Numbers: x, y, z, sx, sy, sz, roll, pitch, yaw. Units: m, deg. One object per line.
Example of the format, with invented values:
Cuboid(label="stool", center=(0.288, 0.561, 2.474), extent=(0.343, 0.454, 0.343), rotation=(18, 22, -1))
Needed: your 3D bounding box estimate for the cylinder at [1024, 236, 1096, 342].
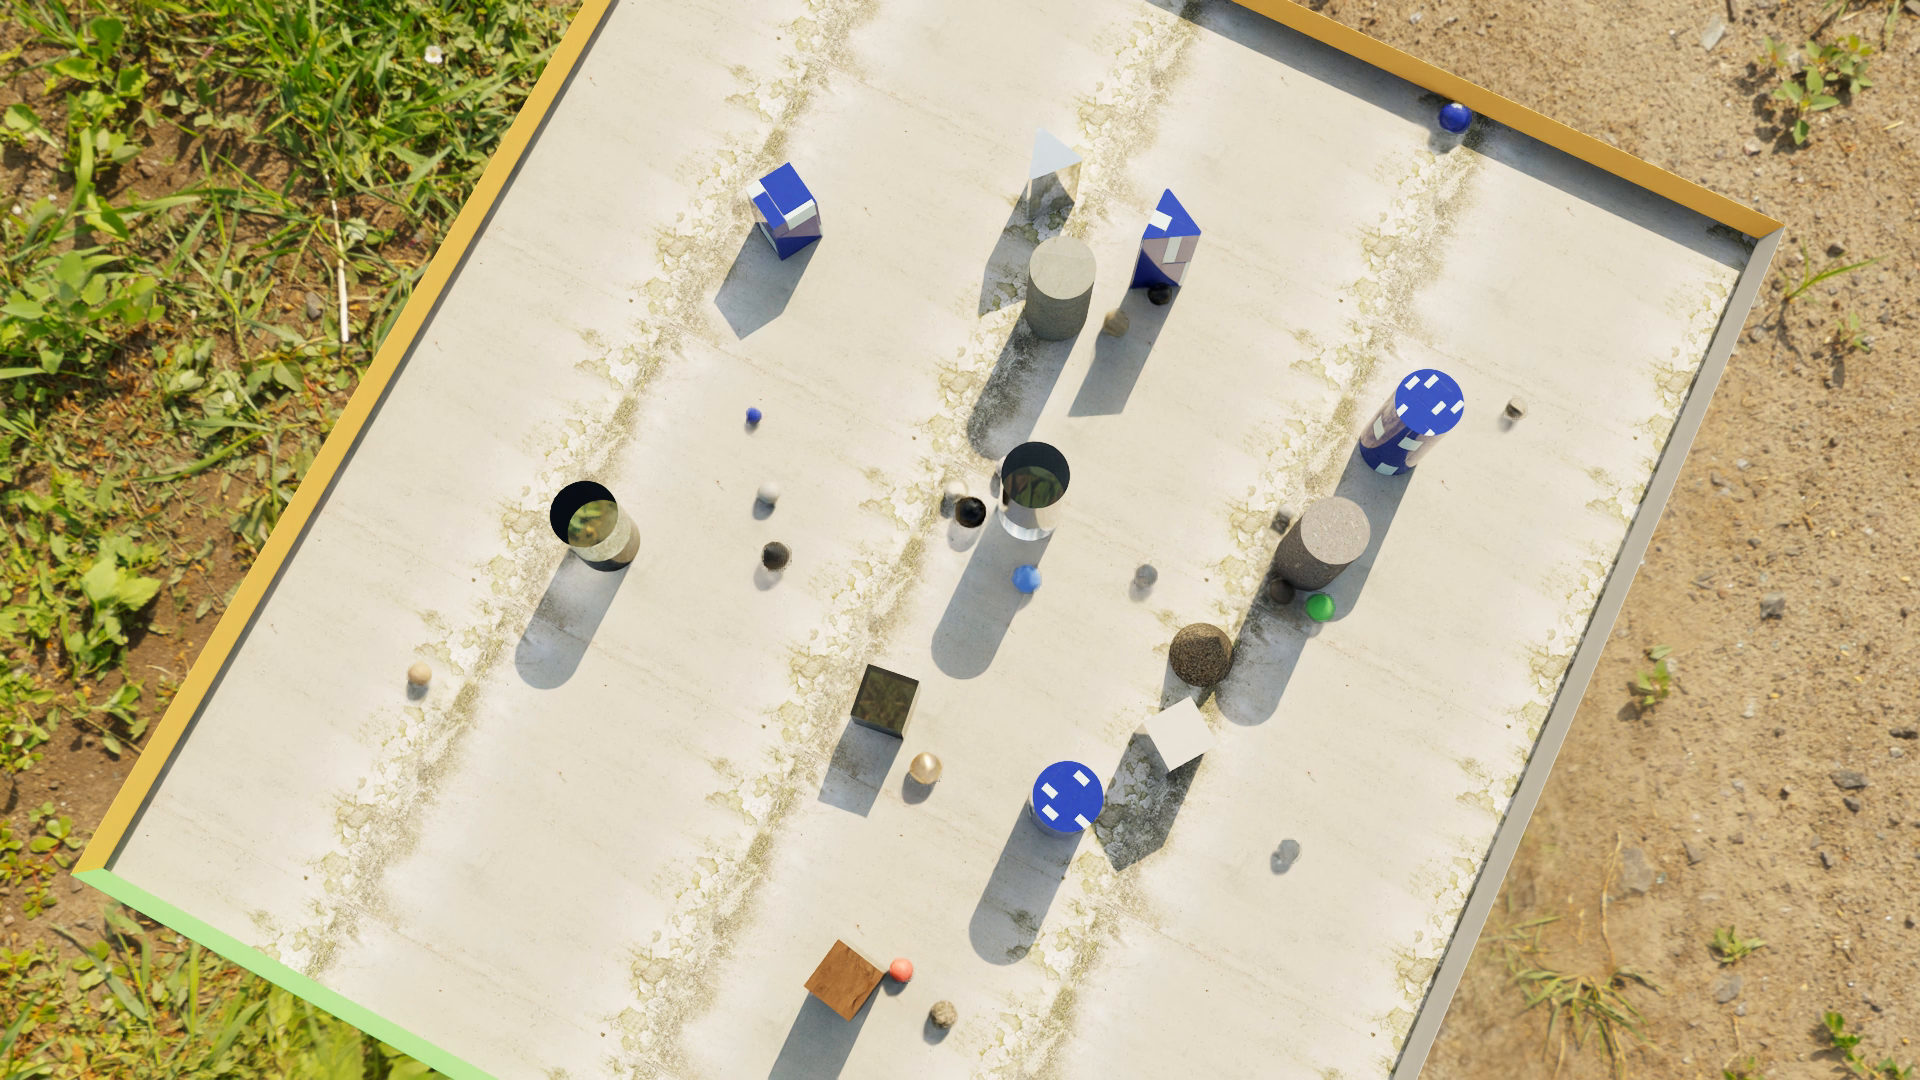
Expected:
Cuboid(label="cylinder", center=(0.302, -0.759, 5.569), extent=(0.197, 0.401, 0.197), rotation=(0, 78, 0))

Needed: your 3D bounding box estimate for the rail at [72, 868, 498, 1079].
Cuboid(label="rail", center=(-0.900, 1.769, 5.184), extent=(3.704, 0.128, 0.045), rotation=(26, 80, 5))

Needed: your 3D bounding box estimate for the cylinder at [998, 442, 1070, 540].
Cuboid(label="cylinder", center=(0.214, -0.140, 5.418), extent=(0.197, 0.445, 0.197), rotation=(0, 78, 0))

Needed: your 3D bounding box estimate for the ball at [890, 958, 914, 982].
Cuboid(label="ball", center=(-0.171, 1.248, 5.323), extent=(0.070, 0.070, 0.070), rotation=(0, 78, 0))

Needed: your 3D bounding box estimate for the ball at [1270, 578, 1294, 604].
Cuboid(label="ball", center=(0.973, 0.155, 5.547), extent=(0.073, 0.073, 0.073), rotation=(0, 78, 0))

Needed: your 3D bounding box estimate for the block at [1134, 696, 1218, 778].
Cuboid(label="block", center=(0.626, 0.579, 5.350), extent=(0.158, 0.288, 0.158), rotation=(-28, 80, -6))

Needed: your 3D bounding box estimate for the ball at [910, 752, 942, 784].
Cuboid(label="ball", center=(-0.102, 0.676, 5.429), extent=(0.093, 0.093, 0.093), rotation=(0, 78, 0))

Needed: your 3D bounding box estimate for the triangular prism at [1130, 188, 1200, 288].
Cuboid(label="triangular prism", center=(0.615, -0.918, 5.584), extent=(0.171, 0.436, 0.148), rotation=(-4, 78, -1))

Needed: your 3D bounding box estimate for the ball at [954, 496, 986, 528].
Cuboid(label="ball", center=(0.033, -0.084, 5.584), extent=(0.099, 0.099, 0.099), rotation=(0, 78, 0))

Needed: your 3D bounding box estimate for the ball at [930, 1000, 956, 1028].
Cuboid(label="ball", center=(-0.049, 1.370, 5.293), extent=(0.079, 0.079, 0.079), rotation=(0, 78, 0))

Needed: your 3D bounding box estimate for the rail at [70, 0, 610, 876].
Cuboid(label="rail", center=(-1.635, -0.794, 5.714), extent=(0.045, 0.128, 4.071), rotation=(26, 80, 5))

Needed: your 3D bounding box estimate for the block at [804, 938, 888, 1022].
Cuboid(label="block", center=(-0.317, 1.237, 5.176), extent=(0.158, 0.361, 0.158), rotation=(36, 81, 7))

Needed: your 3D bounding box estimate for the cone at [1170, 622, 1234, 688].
Cuboid(label="cone", center=(0.731, 0.309, 5.361), extent=(0.197, 0.375, 0.197), rotation=(0, 78, 0))

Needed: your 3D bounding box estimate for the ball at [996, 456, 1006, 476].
Cuboid(label="ball", center=(0.148, -0.220, 5.623), extent=(0.077, 0.077, 0.077), rotation=(0, 78, 0))

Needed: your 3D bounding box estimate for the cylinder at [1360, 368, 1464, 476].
Cuboid(label="cylinder", center=(1.335, -0.344, 5.444), extent=(0.197, 0.477, 0.197), rotation=(0, 78, 0))

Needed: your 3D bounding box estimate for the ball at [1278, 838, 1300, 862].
Cuboid(label="ball", center=(0.968, 0.911, 5.394), extent=(0.068, 0.068, 0.068), rotation=(0, 78, 0))

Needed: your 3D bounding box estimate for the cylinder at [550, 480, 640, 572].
Cuboid(label="cylinder", center=(-1.077, -0.037, 5.433), extent=(0.197, 0.375, 0.197), rotation=(0, 78, 0))

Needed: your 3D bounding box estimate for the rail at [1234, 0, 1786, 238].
Cuboid(label="rail", center=(0.900, -1.755, 5.913), extent=(3.704, 0.128, 0.045), rotation=(26, 80, 5))

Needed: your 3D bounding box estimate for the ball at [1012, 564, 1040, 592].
Cuboid(label="ball", center=(0.200, 0.117, 5.550), extent=(0.084, 0.084, 0.084), rotation=(0, 78, 0))

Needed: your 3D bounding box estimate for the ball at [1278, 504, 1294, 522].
Cuboid(label="ball", center=(0.998, -0.083, 5.607), extent=(0.053, 0.053, 0.053), rotation=(0, 78, 0))

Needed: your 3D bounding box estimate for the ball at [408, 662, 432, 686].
Cuboid(label="ball", center=(-1.619, 0.403, 5.497), extent=(0.070, 0.070, 0.070), rotation=(0, 78, 0))

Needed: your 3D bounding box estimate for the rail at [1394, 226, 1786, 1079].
Cuboid(label="rail", center=(1.635, 0.807, 5.383), extent=(0.045, 0.128, 4.071), rotation=(26, 80, 5))

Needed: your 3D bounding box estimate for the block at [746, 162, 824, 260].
Cuboid(label="block", center=(-0.542, -1.017, 5.687), extent=(0.158, 0.273, 0.158), rotation=(-33, 80, -6))

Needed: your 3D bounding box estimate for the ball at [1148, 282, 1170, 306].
Cuboid(label="ball", center=(0.623, -0.771, 5.741), extent=(0.069, 0.069, 0.069), rotation=(0, 78, 0))

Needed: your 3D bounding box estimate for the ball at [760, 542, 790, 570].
Cuboid(label="ball", center=(-0.561, 0.049, 5.561), extent=(0.089, 0.089, 0.089), rotation=(0, 78, 0))

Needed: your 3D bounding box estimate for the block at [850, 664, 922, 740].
Cuboid(label="block", center=(-0.217, 0.479, 5.395), extent=(0.158, 0.239, 0.158), rotation=(18, 79, 4))

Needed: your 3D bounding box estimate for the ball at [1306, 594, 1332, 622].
Cuboid(label="ball", center=(1.084, 0.204, 5.532), extent=(0.082, 0.082, 0.082), rotation=(0, 78, 0))

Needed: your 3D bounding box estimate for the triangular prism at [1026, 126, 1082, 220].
Cuboid(label="triangular prism", center=(0.264, -1.149, 5.685), extent=(0.171, 0.331, 0.148), rotation=(-21, 79, -4))

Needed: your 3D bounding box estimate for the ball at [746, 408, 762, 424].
Cuboid(label="ball", center=(-0.636, -0.384, 5.672), extent=(0.048, 0.048, 0.048), rotation=(0, 78, 0))

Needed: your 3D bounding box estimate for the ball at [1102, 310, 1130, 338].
Cuboid(label="ball", center=(0.487, -0.674, 5.714), extent=(0.083, 0.083, 0.083), rotation=(0, 78, 0))

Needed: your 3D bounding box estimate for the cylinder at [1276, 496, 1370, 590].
Cuboid(label="cylinder", center=(1.062, 0.016, 5.395), extent=(0.197, 0.428, 0.197), rotation=(0, 78, 0))

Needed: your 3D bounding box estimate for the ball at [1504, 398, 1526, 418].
Cuboid(label="ball", center=(1.719, -0.408, 5.669), extent=(0.063, 0.063, 0.063), rotation=(0, 78, 0))

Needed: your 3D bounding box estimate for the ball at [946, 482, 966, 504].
Cuboid(label="ball", center=(-0.013, -0.145, 5.613), extent=(0.065, 0.065, 0.065), rotation=(0, 78, 0))

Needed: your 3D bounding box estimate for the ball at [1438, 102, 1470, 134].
Cuboid(label="ball", center=(1.575, -1.347, 5.847), extent=(0.094, 0.094, 0.094), rotation=(0, 78, 0))

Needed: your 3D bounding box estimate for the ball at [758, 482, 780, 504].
Cuboid(label="ball", center=(-0.586, -0.144, 5.611), extent=(0.070, 0.070, 0.070), rotation=(0, 78, 0))

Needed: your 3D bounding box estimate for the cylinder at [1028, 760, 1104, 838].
Cuboid(label="cylinder", center=(0.299, 0.749, 5.266), extent=(0.197, 0.383, 0.197), rotation=(0, 78, 0))

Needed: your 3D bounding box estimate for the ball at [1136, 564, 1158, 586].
Cuboid(label="ball", center=(0.566, 0.107, 5.559), extent=(0.070, 0.070, 0.070), rotation=(0, 78, 0))
